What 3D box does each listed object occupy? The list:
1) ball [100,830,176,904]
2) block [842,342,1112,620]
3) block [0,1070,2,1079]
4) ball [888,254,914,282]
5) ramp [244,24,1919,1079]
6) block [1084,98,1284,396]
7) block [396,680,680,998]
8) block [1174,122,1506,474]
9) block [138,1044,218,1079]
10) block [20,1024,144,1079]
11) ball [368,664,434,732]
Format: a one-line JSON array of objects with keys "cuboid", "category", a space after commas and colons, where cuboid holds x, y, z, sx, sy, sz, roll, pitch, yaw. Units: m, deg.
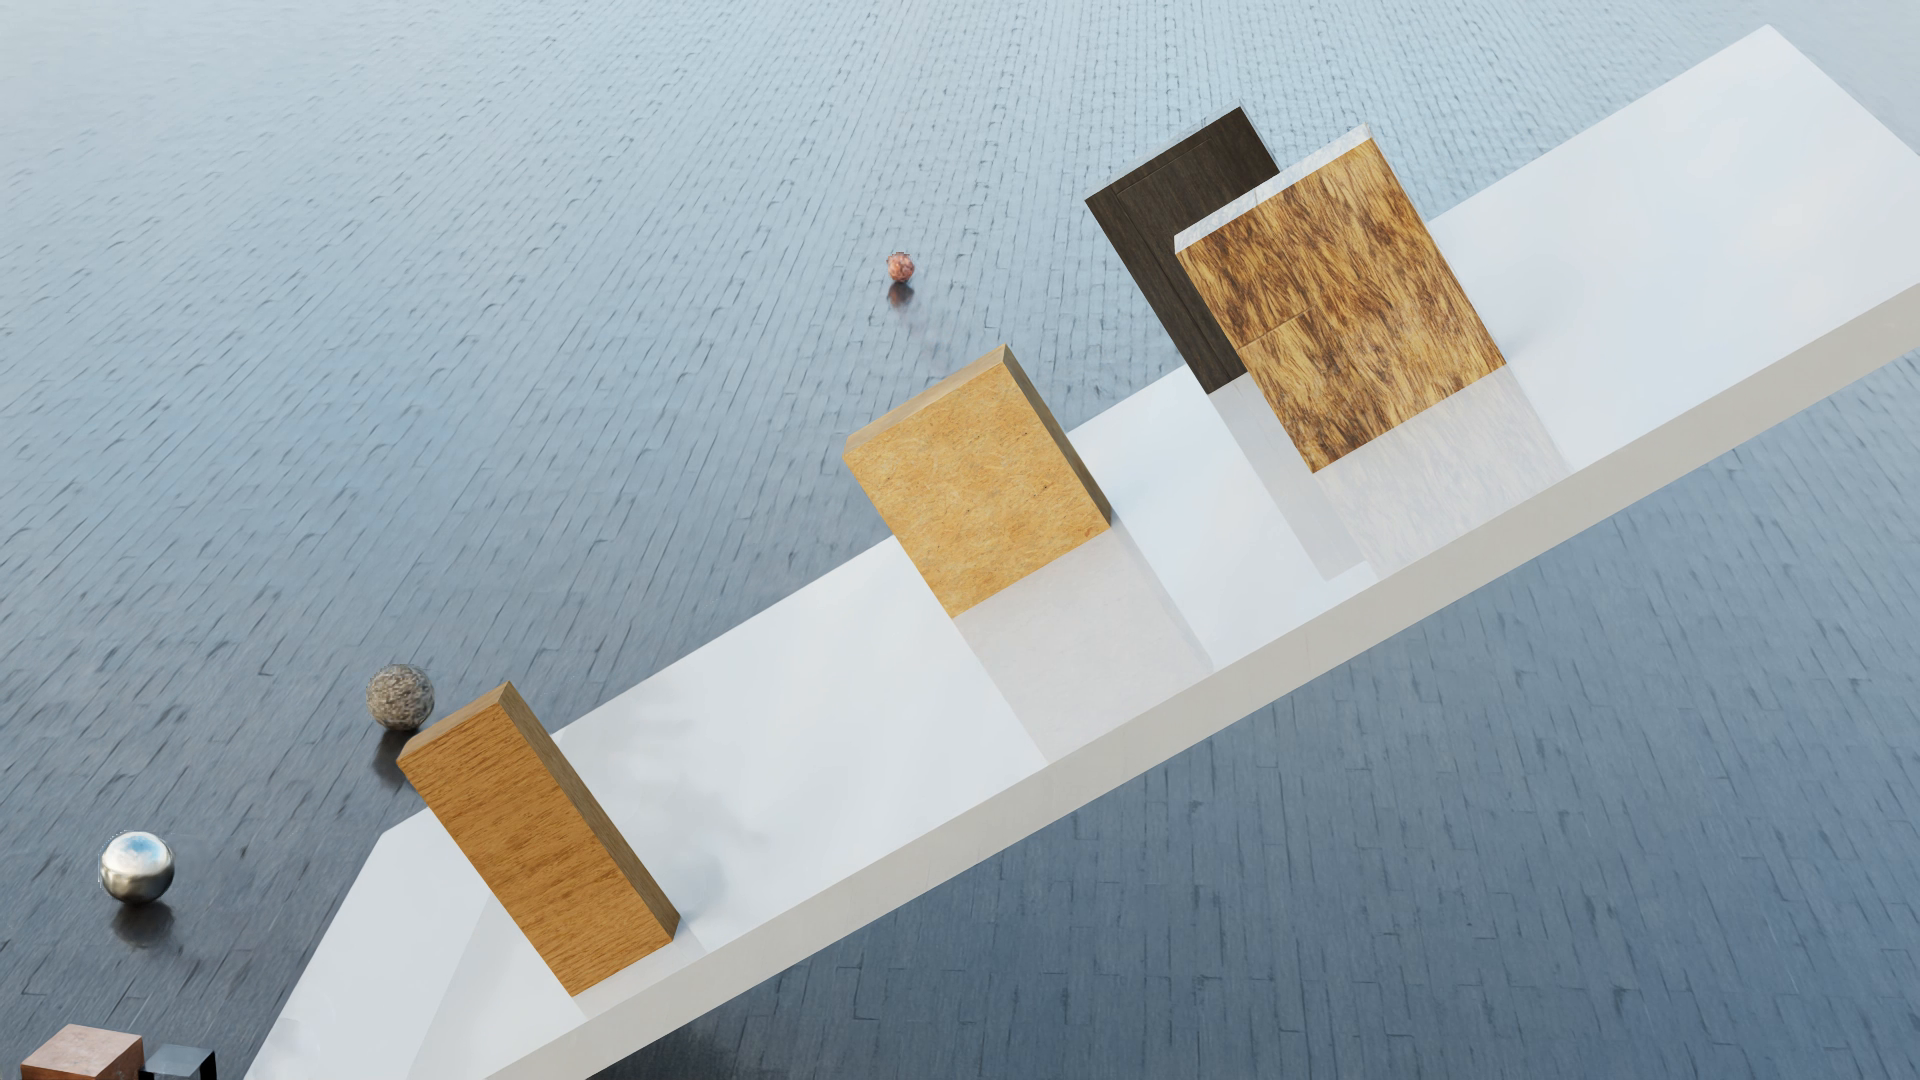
[{"cuboid": [-2.090, 0.833, 7.473, 0.186, 0.186, 0.186, 0, 20, 0], "category": "ball"}, {"cuboid": [0.039, -0.127, 6.386, 0.409, 0.437, 0.144, -30, 15, 13], "category": "block"}, {"cuboid": [-2.149, 1.251, 6.309, 0.189, 0.189, 0.189, -6, 21, -16], "category": "block"}, {"cuboid": [-0.268, -1.226, 13.270, 0.121, 0.121, 0.121, 0, 20, 0], "category": "ball"}, {"cuboid": [0.140, 0.170, 6.292, 4.000, 0.100, 2.000, -30, 15, 13], "category": "ramp"}, {"cuboid": [0.599, -0.666, 6.707, 0.408, 0.539, 0.099, -30, 15, 13], "category": "block"}, {"cuboid": [-0.807, 0.578, 5.661, 0.240, 0.584, 0.105, -30, 15, 13], "category": "block"}, {"cuboid": [0.750, -0.476, 5.815, 0.438, 0.529, 0.147, -30, 15, 13], "category": "block"}, {"cuboid": [-1.734, 1.208, 6.528, 0.122, 0.122, 0.122, 5, 20, 12], "category": "block"}, {"cuboid": [-1.919, 1.200, 6.455, 0.185, 0.185, 0.185, 6, 21, 16], "category": "block"}, {"cuboid": [-1.615, 0.457, 8.505, 0.191, 0.191, 0.191, 0, 20, 0], "category": "ball"}]
